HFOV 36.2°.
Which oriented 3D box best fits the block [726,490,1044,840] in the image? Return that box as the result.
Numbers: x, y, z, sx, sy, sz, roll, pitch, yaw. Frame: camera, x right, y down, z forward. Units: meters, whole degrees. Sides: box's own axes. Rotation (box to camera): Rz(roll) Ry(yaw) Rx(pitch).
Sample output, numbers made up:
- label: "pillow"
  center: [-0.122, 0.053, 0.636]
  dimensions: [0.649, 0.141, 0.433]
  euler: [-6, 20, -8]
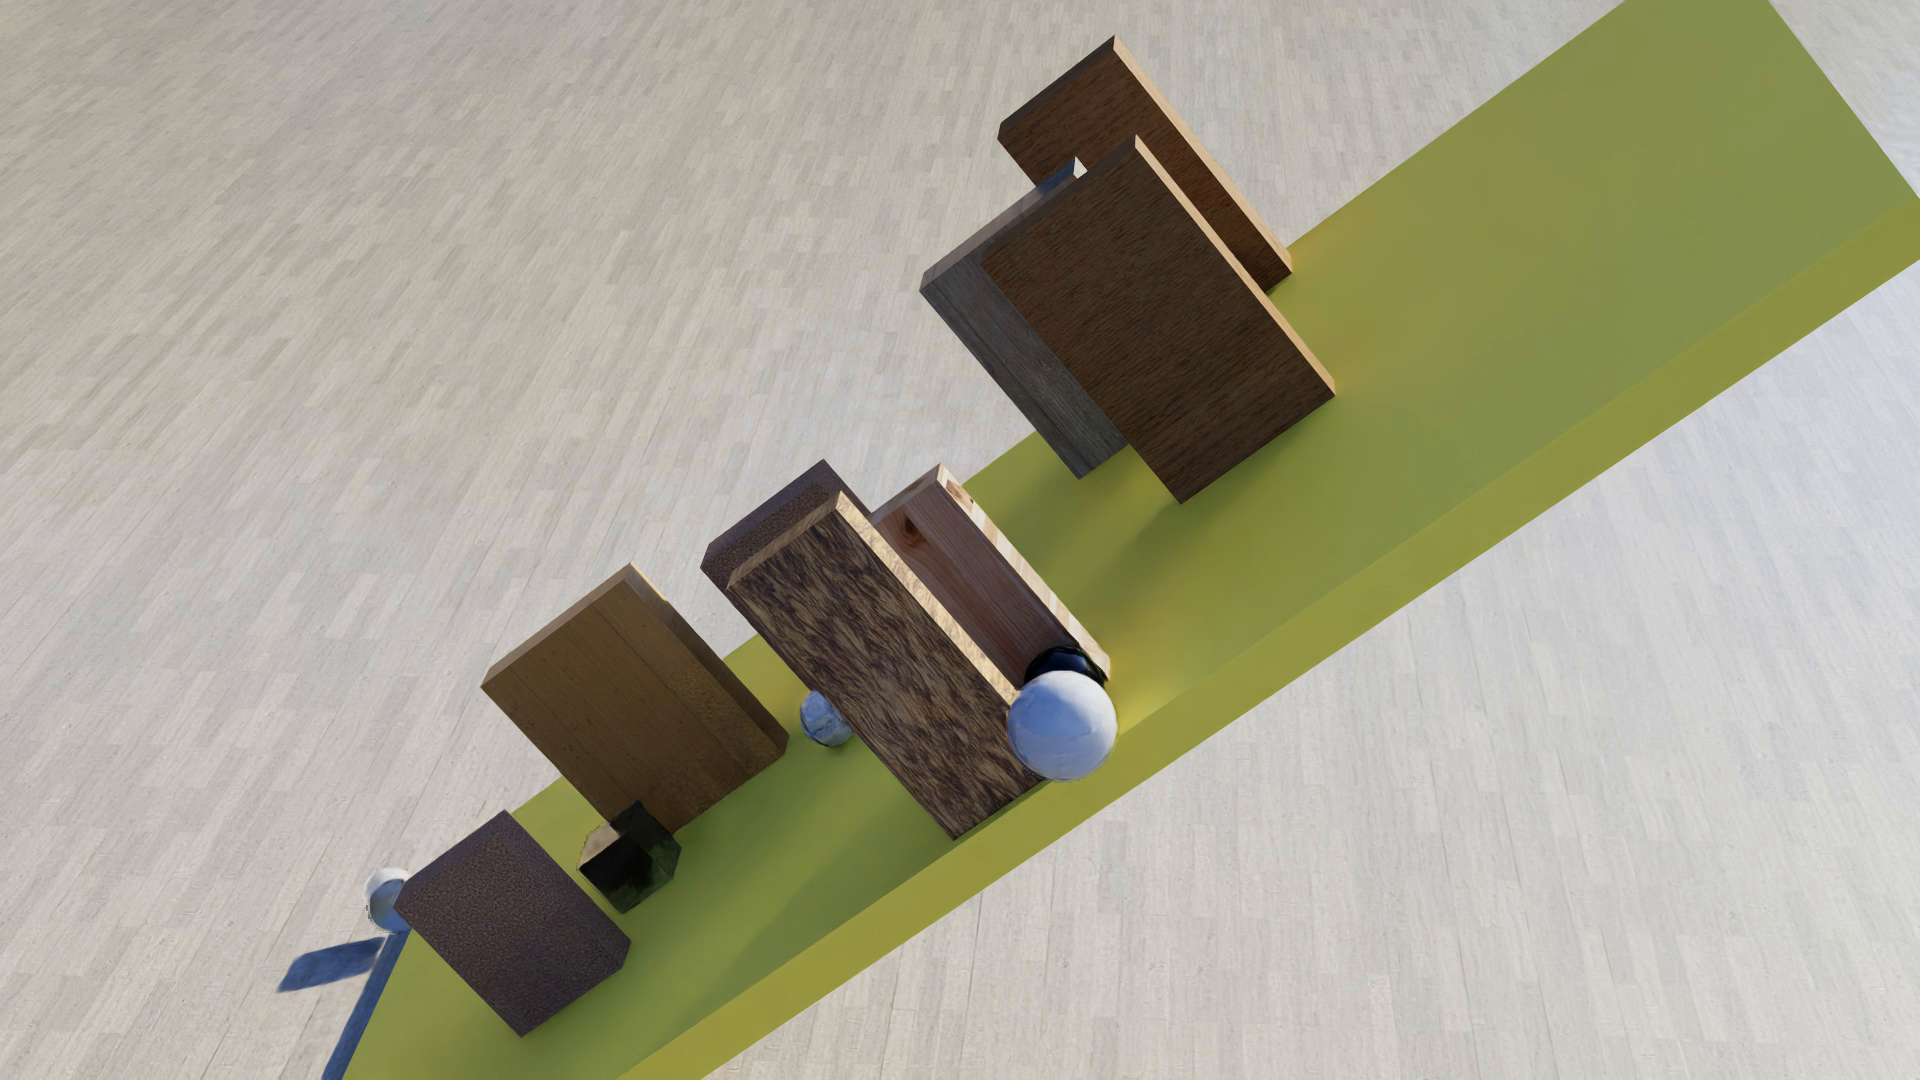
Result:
- label: "block"
  center: [-0.113, 0.235, 5.365]
  dimensions: [0.260, 0.646, 0.082]
  euler: [-36, 16, 18]

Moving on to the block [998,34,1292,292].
- label: "block"
  center: [0.432, -0.795, 6.829]
  dimensions: [0.338, 0.670, 0.139]
  euler: [-36, 16, 18]

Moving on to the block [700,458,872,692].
- label: "block"
  center: [-0.308, 0.095, 6.612]
  dimensions: [0.344, 0.426, 0.134]
  euler: [-36, 16, 18]

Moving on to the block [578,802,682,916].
- label: "block"
  center: [-0.726, 0.700, 6.477]
  dimensions: [0.147, 0.147, 0.147]
  euler: [-36, 16, 16]

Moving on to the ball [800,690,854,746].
- label: "ball"
  center: [-0.281, 0.379, 6.331]
  dimensions: [0.130, 0.130, 0.130]
  euler: [0, 24, 0]

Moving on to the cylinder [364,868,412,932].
- label: "cylinder"
  center: [-1.462, 0.929, 7.597]
  dimensions: [0.138, 0.138, 0.138]
  euler: [-7, 7, -15]

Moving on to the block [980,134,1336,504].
- label: "block"
  center: [0.403, -0.440, 5.958]
  dimensions: [0.394, 0.658, 0.093]
  euler: [-36, 16, 18]

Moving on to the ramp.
- label: "ramp"
  center: [0.121, 0.185, 6.340]
  dimensions: [4.000, 0.100, 2.000]
  euler: [-36, 16, 18]

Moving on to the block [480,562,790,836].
- label: "block"
  center: [-0.727, 0.384, 6.601]
  dimensions: [0.435, 0.541, 0.097]
  euler: [-36, 16, 18]

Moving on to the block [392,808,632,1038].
- label: "block"
  center: [-0.944, 0.812, 6.214]
  dimensions: [0.294, 0.401, 0.106]
  euler: [-36, 16, 18]

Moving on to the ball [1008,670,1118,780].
- label: "ball"
  center: [0.183, 0.332, 5.266]
  dimensions: [0.197, 0.197, 0.197]
  euler: [0, 24, 0]

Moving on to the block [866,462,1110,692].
- label: "block"
  center: [-0.045, 0.179, 5.602]
  dimensions: [0.435, 0.514, 0.085]
  euler: [-36, 16, 18]

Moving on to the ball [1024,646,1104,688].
- label: "ball"
  center: [0.192, 0.272, 5.475]
  dimensions: [0.149, 0.149, 0.149]
  euler: [0, 24, 0]

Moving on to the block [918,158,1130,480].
- label: "block"
  center: [0.263, -0.492, 6.588]
  dimensions: [0.438, 0.572, 0.132]
  euler: [-36, 16, 18]
